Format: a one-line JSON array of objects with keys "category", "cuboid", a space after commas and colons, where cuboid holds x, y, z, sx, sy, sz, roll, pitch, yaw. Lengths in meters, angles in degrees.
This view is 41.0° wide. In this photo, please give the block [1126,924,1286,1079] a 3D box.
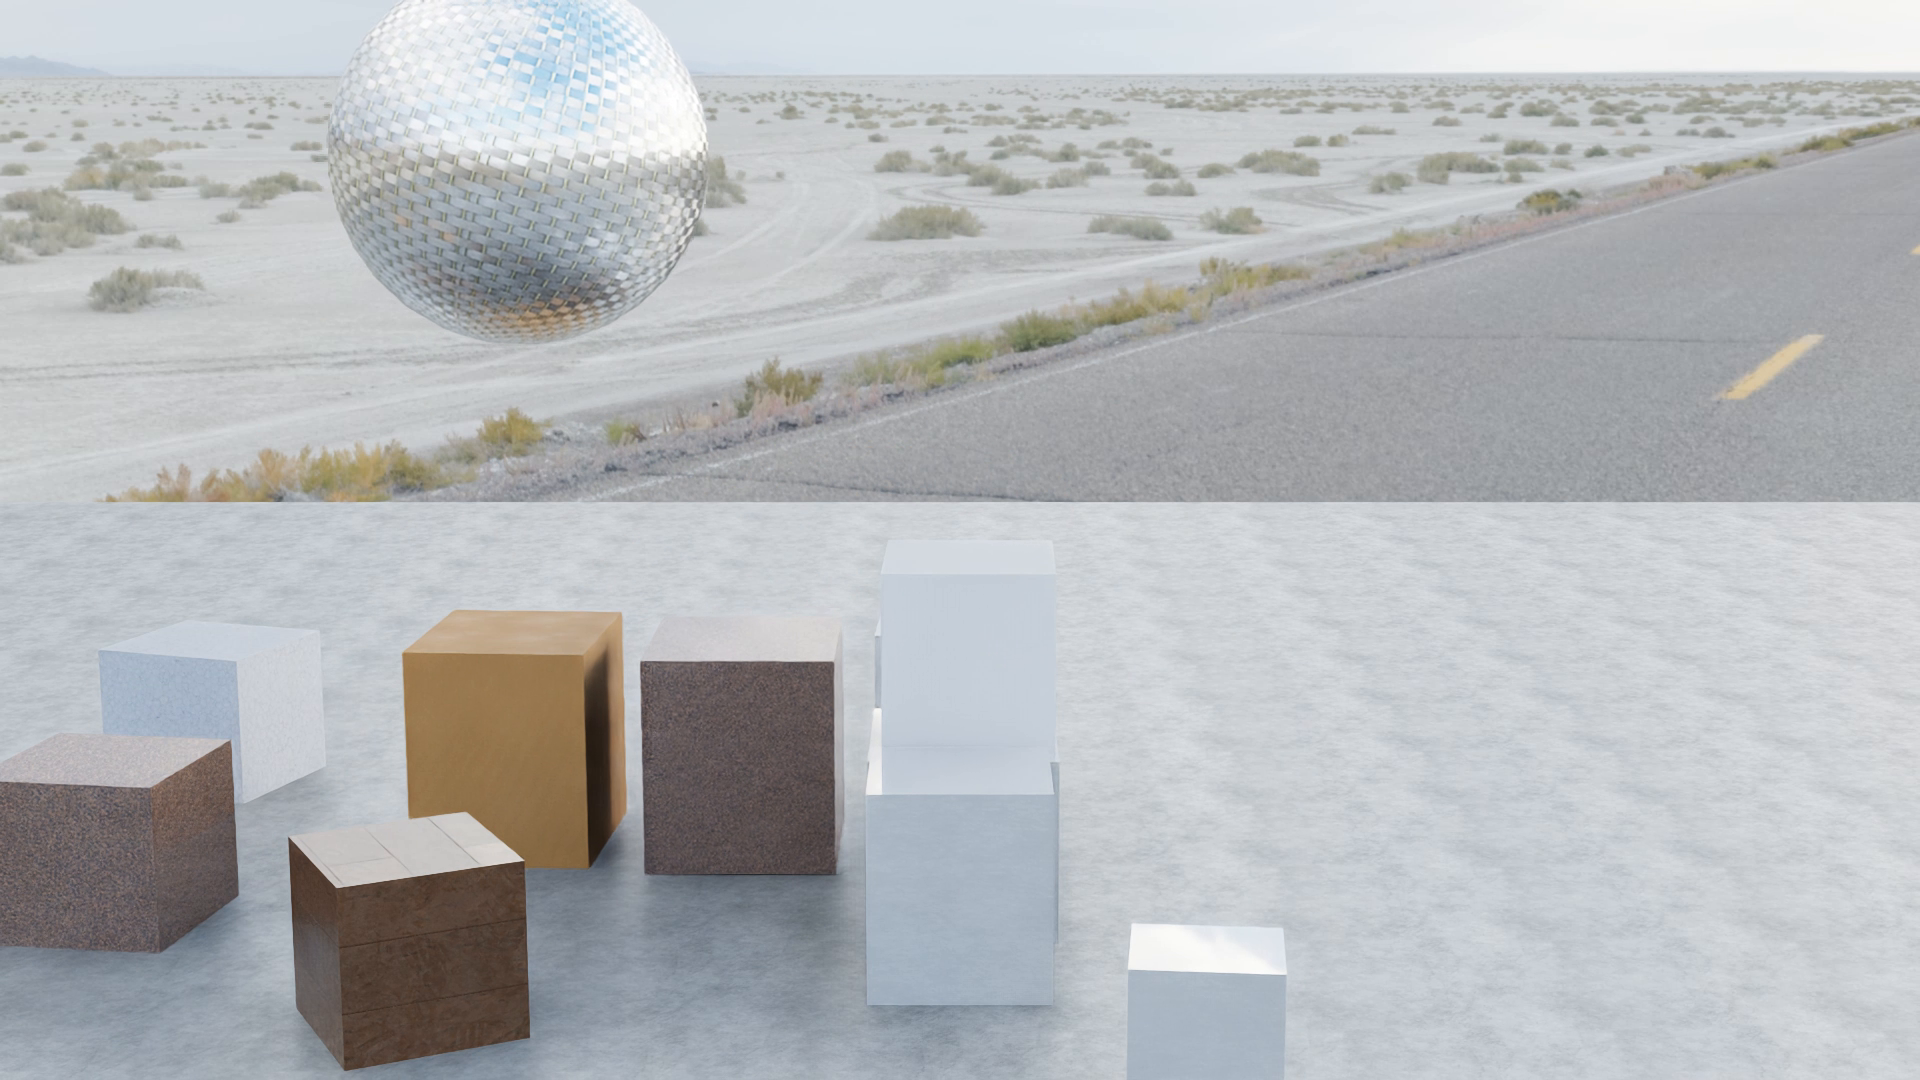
[{"category": "block", "cuboid": [0.854, 1.670, 8.910, 0.533, 0.527, 0.478, 1, 10, 5]}]

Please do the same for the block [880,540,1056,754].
[{"category": "block", "cuboid": [0.039, 0.438, 10.797, 0.710, 0.750, 0.767, 0, 10, 1]}]

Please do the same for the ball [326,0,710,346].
[{"category": "ball", "cuboid": [-1.865, -1.628, 10.884, 1.600, 1.600, 1.600, 0, 10, 0]}]

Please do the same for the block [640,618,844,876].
[{"category": "block", "cuboid": [-0.977, 0.926, 11.748, 0.847, 0.974, 0.918, 0, 10, 0]}]

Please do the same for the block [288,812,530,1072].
[{"category": "block", "cuboid": [-2.056, 1.475, 9.555, 0.688, 0.680, 0.710, -5, 12, -27]}]

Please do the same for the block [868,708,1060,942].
[{"category": "block", "cuboid": [0.014, 1.193, 10.870, 0.778, 0.763, 0.887, 0, 10, 0]}]

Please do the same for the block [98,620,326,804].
[{"category": "block", "cuboid": [-3.748, 0.850, 12.899, 0.792, 0.712, 0.729, 3, 11, 18]}]

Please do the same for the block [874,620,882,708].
[{"category": "block", "cuboid": [0.008, 0.814, 12.633, 0.803, 0.878, 0.815, 0, 10, 2]}]

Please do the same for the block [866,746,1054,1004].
[{"category": "block", "cuboid": [-0.001, 1.304, 10.071, 0.710, 0.832, 0.705, 0, 10, 0]}]

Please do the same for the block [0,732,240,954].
[{"category": "block", "cuboid": [-3.565, 1.253, 10.733, 0.783, 0.694, 0.766, 2, 10, 8]}]

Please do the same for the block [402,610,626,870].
[{"category": "block", "cuboid": [-2.035, 0.903, 11.851, 0.808, 0.983, 0.921, 1, 10, 3]}]
